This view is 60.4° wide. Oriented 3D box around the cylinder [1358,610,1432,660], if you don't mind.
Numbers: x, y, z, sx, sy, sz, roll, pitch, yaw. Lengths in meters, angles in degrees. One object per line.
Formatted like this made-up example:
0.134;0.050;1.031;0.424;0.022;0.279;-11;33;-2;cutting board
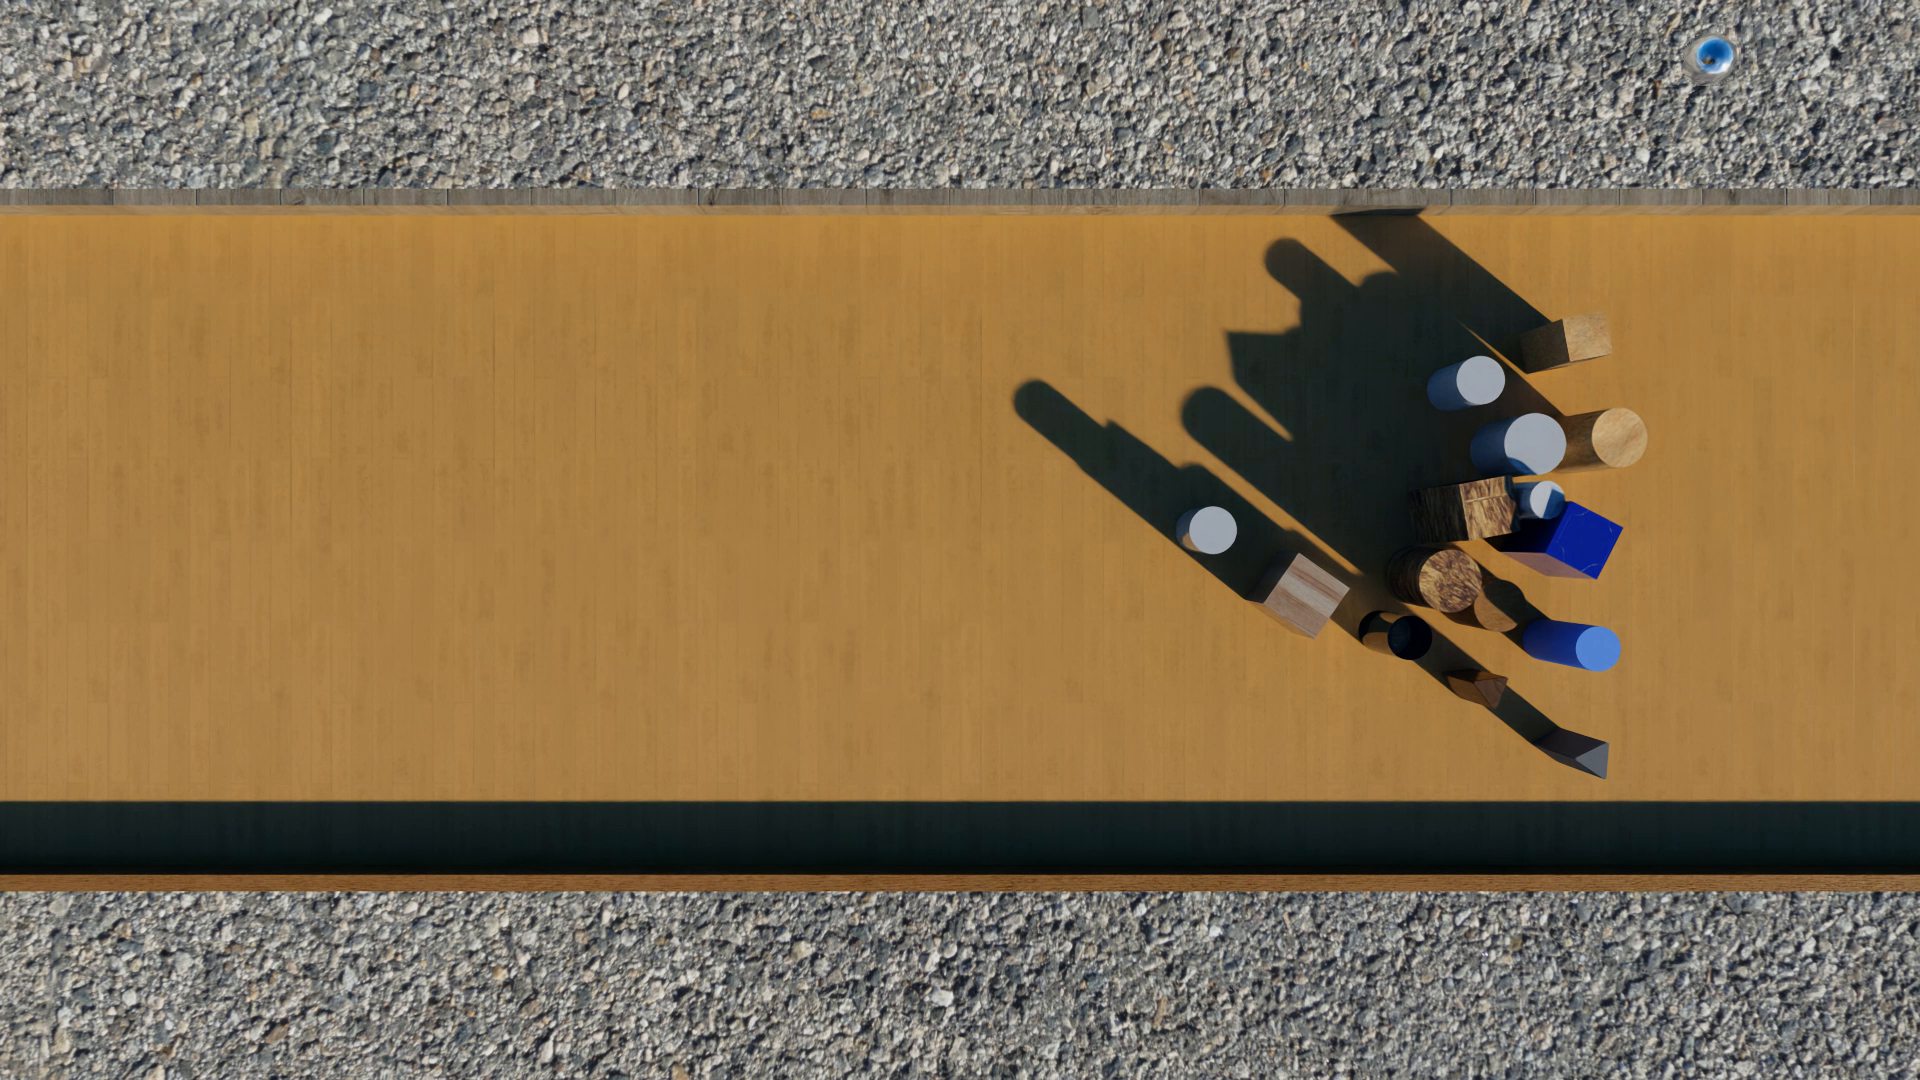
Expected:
1.291;0.281;4.904;0.128;0.345;0.128;0;90;0;cylinder

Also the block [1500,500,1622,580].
1.770;0.000;4.877;0.166;0.397;0.166;27;90;0;block

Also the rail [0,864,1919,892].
-2.247;1.025;5.001;12.000;0.150;0.050;0;90;0;rail

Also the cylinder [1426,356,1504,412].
1.507;-0.463;4.925;0.141;0.302;0.141;0;90;0;cylinder

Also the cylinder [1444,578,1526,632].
1.558;0.188;4.922;0.152;0.304;0.152;0;91;-2;cylinder

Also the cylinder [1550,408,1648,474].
1.867;-0.291;4.899;0.173;0.332;0.173;0;89;-9;cylinder

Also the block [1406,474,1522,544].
1.489;-0.088;4.892;0.164;0.345;0.164;-10;90;-10;block

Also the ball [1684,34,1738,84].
4.197;-2.692;9.226;0.272;0.272;0.272;0;90;0;ball

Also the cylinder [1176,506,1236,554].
0.733;-0.028;4.926;0.138;0.302;0.138;0;90;0;cylinder

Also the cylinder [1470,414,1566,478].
1.659;-0.277;4.917;0.179;0.319;0.179;0;90;0;cylinder

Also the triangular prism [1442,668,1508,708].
1.544;0.422;4.913;0.084;0.327;0.097;-38;90;0;triangular prism

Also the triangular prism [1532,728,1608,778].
1.826;0.617;4.893;0.104;0.367;0.090;34;90;0;triangular prism

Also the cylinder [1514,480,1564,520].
1.640;-0.114;4.885;0.110;0.369;0.110;0;90;-11;cylinder

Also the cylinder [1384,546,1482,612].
1.395;0.113;4.886;0.179;0.377;0.179;0;91;-1;cylinder

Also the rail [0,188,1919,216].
-2.247;-1.025;5.002;12.000;0.150;0.050;0;90;0;rail

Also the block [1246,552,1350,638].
1.001;0.162;4.921;0.180;0.312;0.180;35;90;0;block

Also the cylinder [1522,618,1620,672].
1.794;0.306;4.856;0.127;0.441;0.127;0;90;0;cylinder

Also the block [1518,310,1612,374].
1.793;-0.582;4.894;0.125;0.366;0.125;-11;90;0;block
